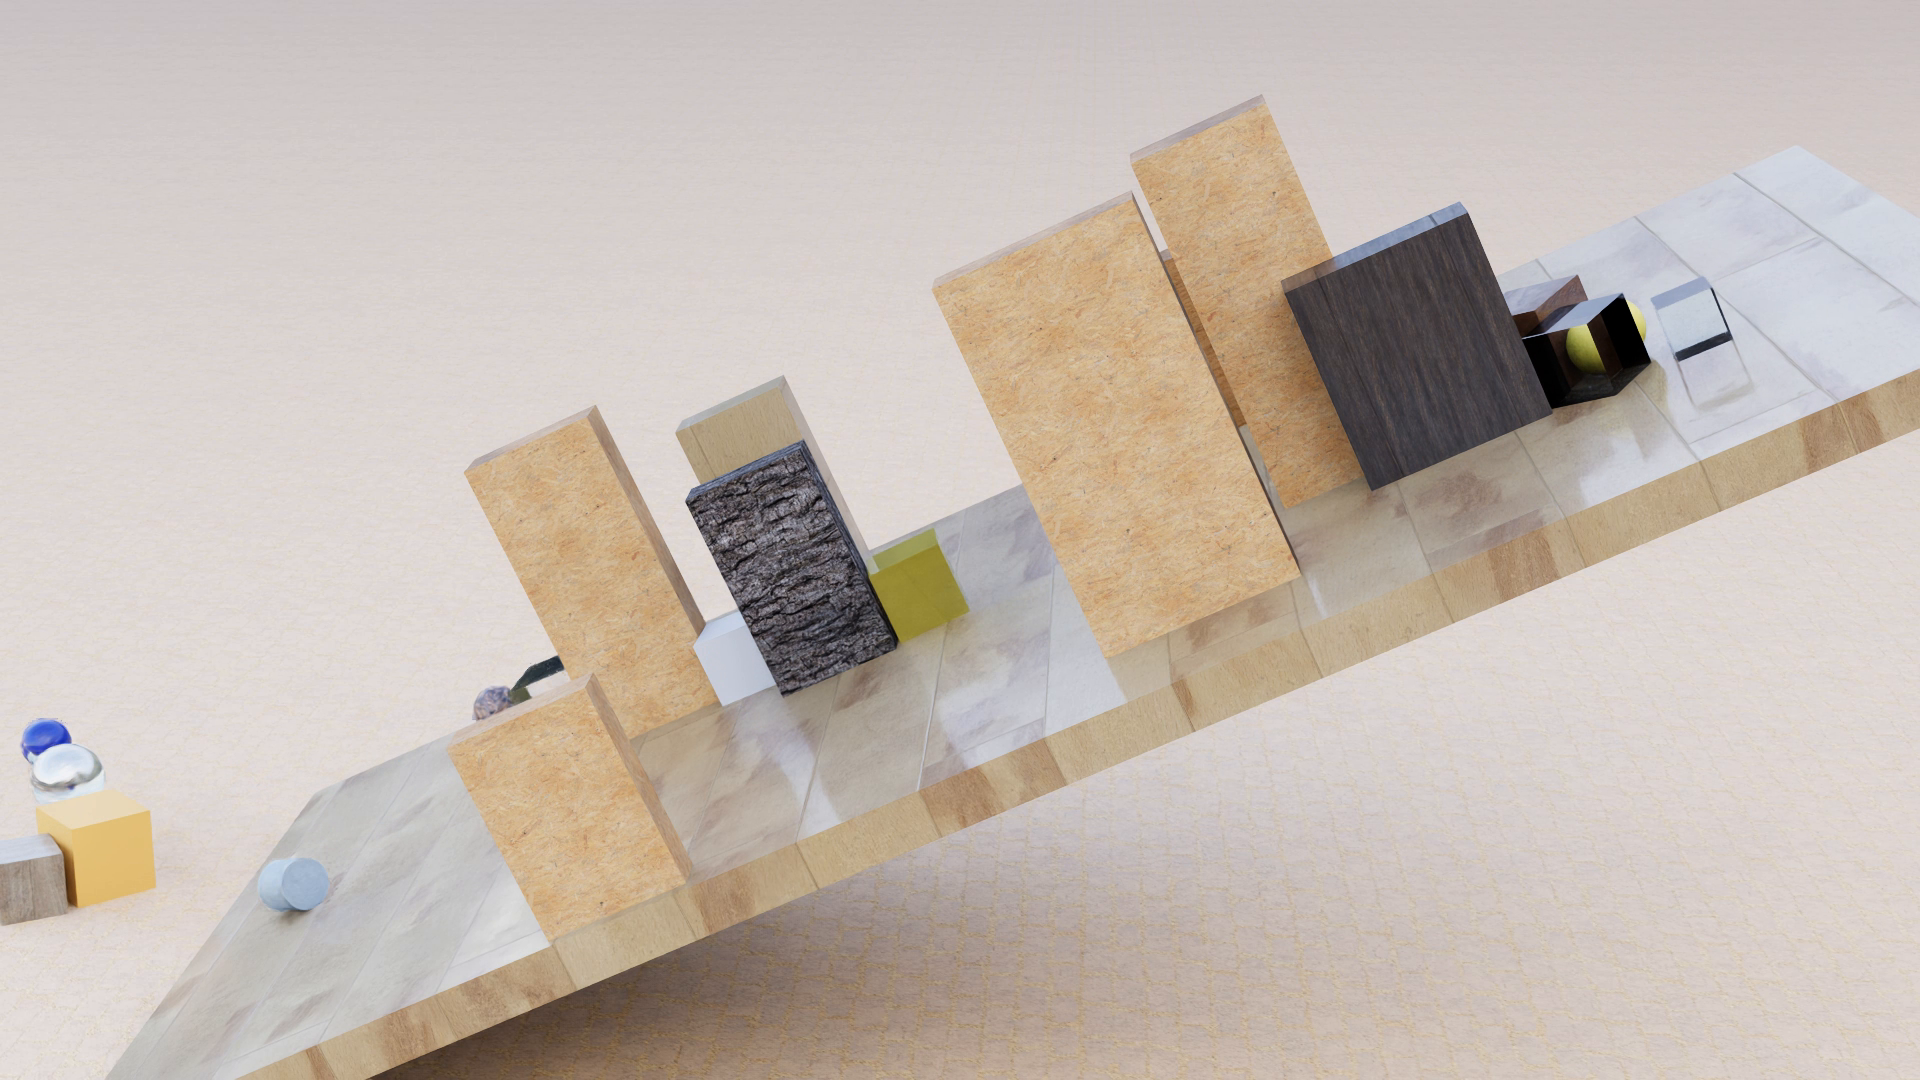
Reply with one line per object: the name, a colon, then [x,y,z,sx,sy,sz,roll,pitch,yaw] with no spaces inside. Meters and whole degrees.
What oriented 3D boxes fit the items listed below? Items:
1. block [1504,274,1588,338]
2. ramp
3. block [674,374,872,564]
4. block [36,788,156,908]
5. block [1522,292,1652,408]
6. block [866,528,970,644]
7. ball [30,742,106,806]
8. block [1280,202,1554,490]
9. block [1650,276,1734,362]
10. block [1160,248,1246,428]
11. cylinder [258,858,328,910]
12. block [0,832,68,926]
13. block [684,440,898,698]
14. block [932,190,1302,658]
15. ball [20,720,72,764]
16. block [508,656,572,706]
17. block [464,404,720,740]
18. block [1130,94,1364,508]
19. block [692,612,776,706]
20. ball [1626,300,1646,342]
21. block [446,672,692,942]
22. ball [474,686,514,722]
block: [1.170,-0.405,5.967,0.180,0.180,0.180,-11,19,47]
ramp: [0.134,0.169,6.283,4.000,0.100,2.000,-24,13,9]
block: [-0.444,-0.103,7.084,0.274,0.507,0.133,-24,13,9]
block: [-2.098,0.747,7.144,0.201,0.201,0.201,-13,20,-39]
block: [1.231,-0.371,5.779,0.154,0.154,0.154,-12,19,46]
block: [-0.092,0.098,6.397,0.165,0.165,0.165,-25,13,2]
ball: [-2.314,0.620,7.625,0.188,0.188,0.188,0,16,0]
block: [0.900,-0.382,5.812,0.384,0.437,0.138,-24,13,9]
block: [1.428,-0.432,5.742,0.112,0.112,0.112,-23,13,11]
block: [0.619,-0.493,6.803,0.375,0.425,0.149,-24,13,9]
cylinder: [-1.473,0.761,6.500,0.114,0.114,0.114,-14,2,-41]
block: [-2.227,0.808,7.011,0.154,0.154,0.154,-8,18,-27]
block: [-0.358,0.062,6.330,0.271,0.482,0.106,-24,13,9]
block: [0.296,-0.211,5.508,0.403,0.780,0.109,-24,13,9]
ball: [-2.476,0.552,7.969,0.134,0.134,0.134,0,16,0]
block: [-0.911,0.371,6.836,0.176,0.176,0.176,-22,13,15]
block: [-0.802,0.085,6.578,0.305,0.704,0.123,-24,13,9]
block: [0.634,-0.479,5.939,0.290,0.773,0.142,-24,13,9]
block: [-0.481,0.251,6.554,0.151,0.151,0.151,-22,13,13]
ball: [1.309,-0.421,5.888,0.128,0.128,0.128,0,16,0]
block: [-0.722,0.495,5.458,0.288,0.416,0.097,-24,13,9]
ball: [-1.132,0.415,7.206,0.119,0.119,0.119,0,16,0]
